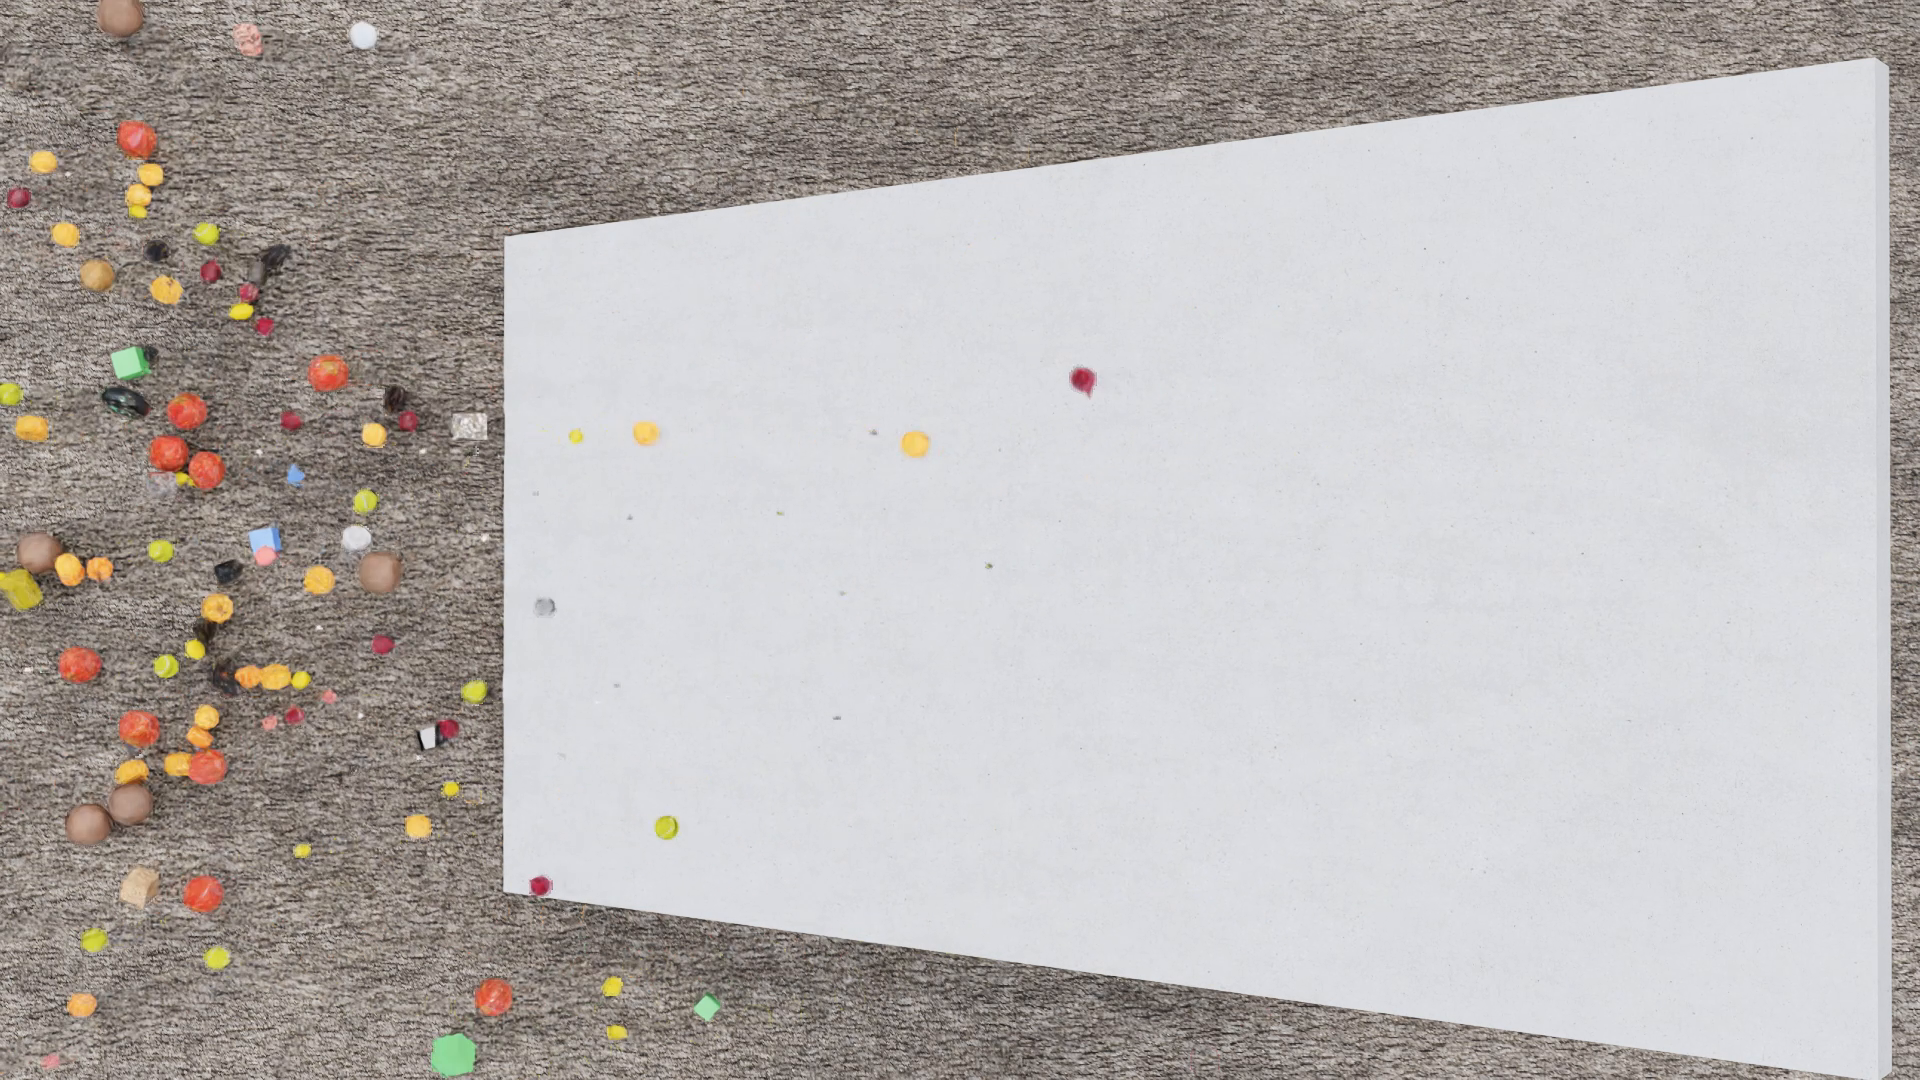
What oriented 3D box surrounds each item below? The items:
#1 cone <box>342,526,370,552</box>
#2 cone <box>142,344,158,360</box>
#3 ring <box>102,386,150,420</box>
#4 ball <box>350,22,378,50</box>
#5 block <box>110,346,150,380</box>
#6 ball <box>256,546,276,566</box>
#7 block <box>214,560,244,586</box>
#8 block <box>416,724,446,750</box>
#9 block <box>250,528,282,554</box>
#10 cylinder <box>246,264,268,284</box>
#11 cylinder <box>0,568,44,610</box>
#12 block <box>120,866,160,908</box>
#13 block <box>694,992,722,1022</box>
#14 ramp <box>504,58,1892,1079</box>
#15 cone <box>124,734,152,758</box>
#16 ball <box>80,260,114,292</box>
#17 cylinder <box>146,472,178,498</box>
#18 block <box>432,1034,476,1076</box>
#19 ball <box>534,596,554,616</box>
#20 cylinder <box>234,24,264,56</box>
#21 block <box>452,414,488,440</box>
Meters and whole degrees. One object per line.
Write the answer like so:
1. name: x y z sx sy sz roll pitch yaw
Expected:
1. cone: -1.846 0.012 6.726 0.085 0.085 0.085 -6 113 -13
2. cone: -2.512 -0.590 6.791 0.050 0.050 0.050 -48 63 0
3. ring: -2.473 -0.406 6.520 0.143 0.143 0.048 14 65 0
4. ball: -1.837 -1.553 6.768 0.082 0.082 0.082 0 90 0
5. block: -2.550 -0.543 6.763 0.077 0.077 0.077 -17 90 0
6. ball: -2.103 0.049 6.661 0.060 0.060 0.060 0 90 0
7. block: -2.250 0.100 6.767 0.060 0.060 0.060 -22 90 0
8. block: -1.627 0.608 6.763 0.061 0.061 0.061 -16 90 0
9. block: -2.136 0.003 6.763 0.069 0.069 0.069 -10 90 0
10. cylinder: -2.166 -0.820 6.774 0.057 0.057 0.057 9 90 0
11. cylinder: -2.859 0.151 6.700 0.091 0.091 0.091 -20 125 0
12. block: -2.512 1.060 6.738 0.076 0.076 0.076 24 120 1
13. block: -0.776 1.434 6.760 0.056 0.056 0.056 42 90 0
14. ramp: 0.229 0.065 5.547 4.000 0.100 2.000 0 89 37
15. cone: -2.529 0.627 6.775 0.077 0.077 0.077 -11 90 -25
16. ball: -2.650 -0.813 6.755 0.098 0.098 0.098 0 90 0
17. cylinder: -2.435 -0.168 6.710 0.072 0.072 0.072 -12 89 -38
18. block: -1.538 1.566 6.689 0.087 0.087 0.087 -16 47 17
19. ball: -1.239 0.199 6.563 0.059 0.059 0.059 0 90 0
20. cylinder: -2.185 -1.539 6.759 0.070 0.070 0.070 -1 47 1
21. block: -1.504 -0.347 6.746 0.076 0.076 0.076 2 88 -41
